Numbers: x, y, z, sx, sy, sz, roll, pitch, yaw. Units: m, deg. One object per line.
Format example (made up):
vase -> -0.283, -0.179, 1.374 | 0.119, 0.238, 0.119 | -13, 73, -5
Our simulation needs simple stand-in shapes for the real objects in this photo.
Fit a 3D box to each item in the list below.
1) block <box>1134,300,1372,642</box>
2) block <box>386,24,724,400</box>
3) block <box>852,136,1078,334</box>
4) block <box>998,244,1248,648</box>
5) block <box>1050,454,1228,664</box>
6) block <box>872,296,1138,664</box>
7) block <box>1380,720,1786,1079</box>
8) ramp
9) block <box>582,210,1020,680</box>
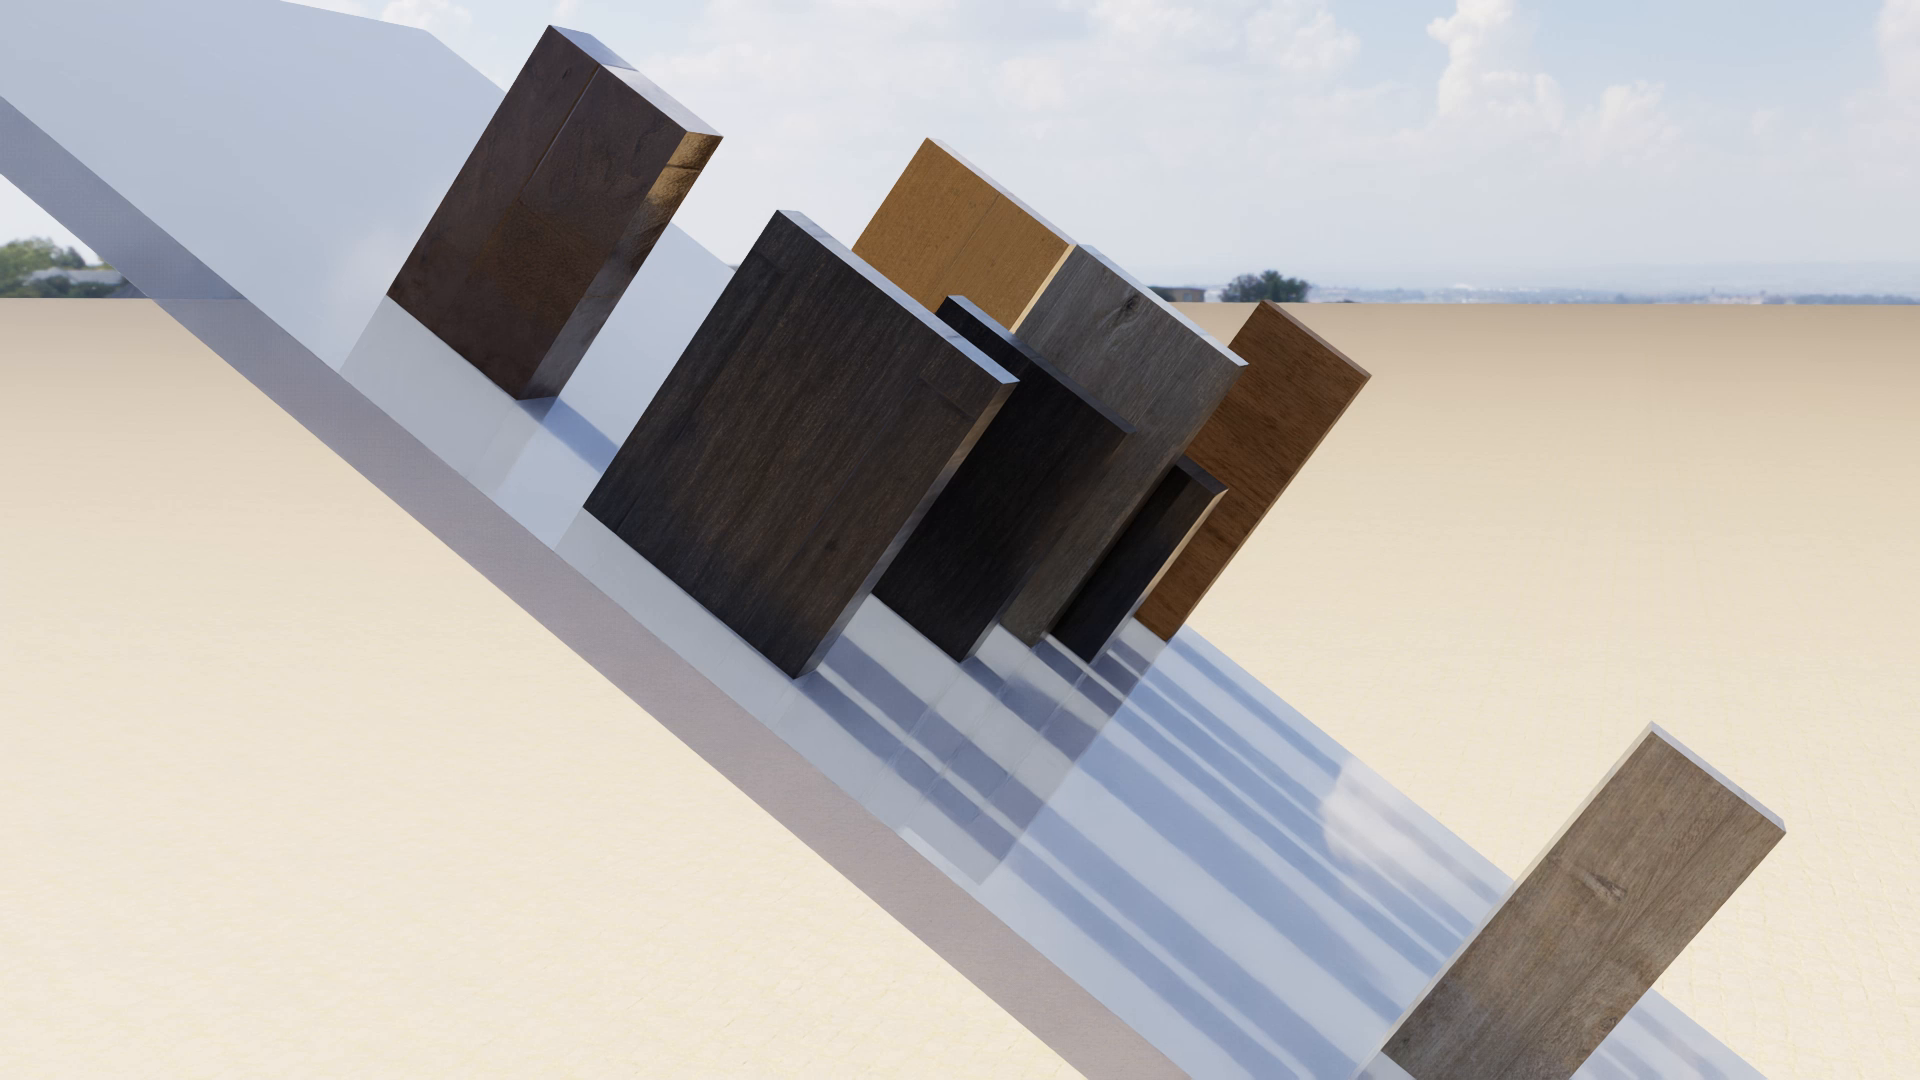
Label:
block -> 0.551, -0.147, 4.700 | 0.271, 0.707, 0.106 | 38, 16, 10
block -> -0.667, -0.532, 3.609 | 0.293, 0.528, 0.145 | 38, 16, 10
block -> -0.077, -0.477, 4.556 | 0.371, 0.596, 0.098 | 38, 16, 10
block -> 0.188, -0.174, 4.115 | 0.372, 0.657, 0.105 | 38, 16, 10
block -> 0.281, -0.014, 4.293 | 0.274, 0.415, 0.143 | 38, 16, 10
block -> 0.002, -0.106, 3.817 | 0.389, 0.500, 0.089 | 38, 16, 10
block -> 0.956, 0.615, 3.403 | 0.242, 0.664, 0.084 | 38, 16, 10
ramp -> -0.072, 0.137, 4.073 | 4.000, 0.100, 2.000 | 38, 16, 10
block -> -0.245, -0.143, 3.305 | 0.427, 0.554, 0.092 | 38, 16, 10
